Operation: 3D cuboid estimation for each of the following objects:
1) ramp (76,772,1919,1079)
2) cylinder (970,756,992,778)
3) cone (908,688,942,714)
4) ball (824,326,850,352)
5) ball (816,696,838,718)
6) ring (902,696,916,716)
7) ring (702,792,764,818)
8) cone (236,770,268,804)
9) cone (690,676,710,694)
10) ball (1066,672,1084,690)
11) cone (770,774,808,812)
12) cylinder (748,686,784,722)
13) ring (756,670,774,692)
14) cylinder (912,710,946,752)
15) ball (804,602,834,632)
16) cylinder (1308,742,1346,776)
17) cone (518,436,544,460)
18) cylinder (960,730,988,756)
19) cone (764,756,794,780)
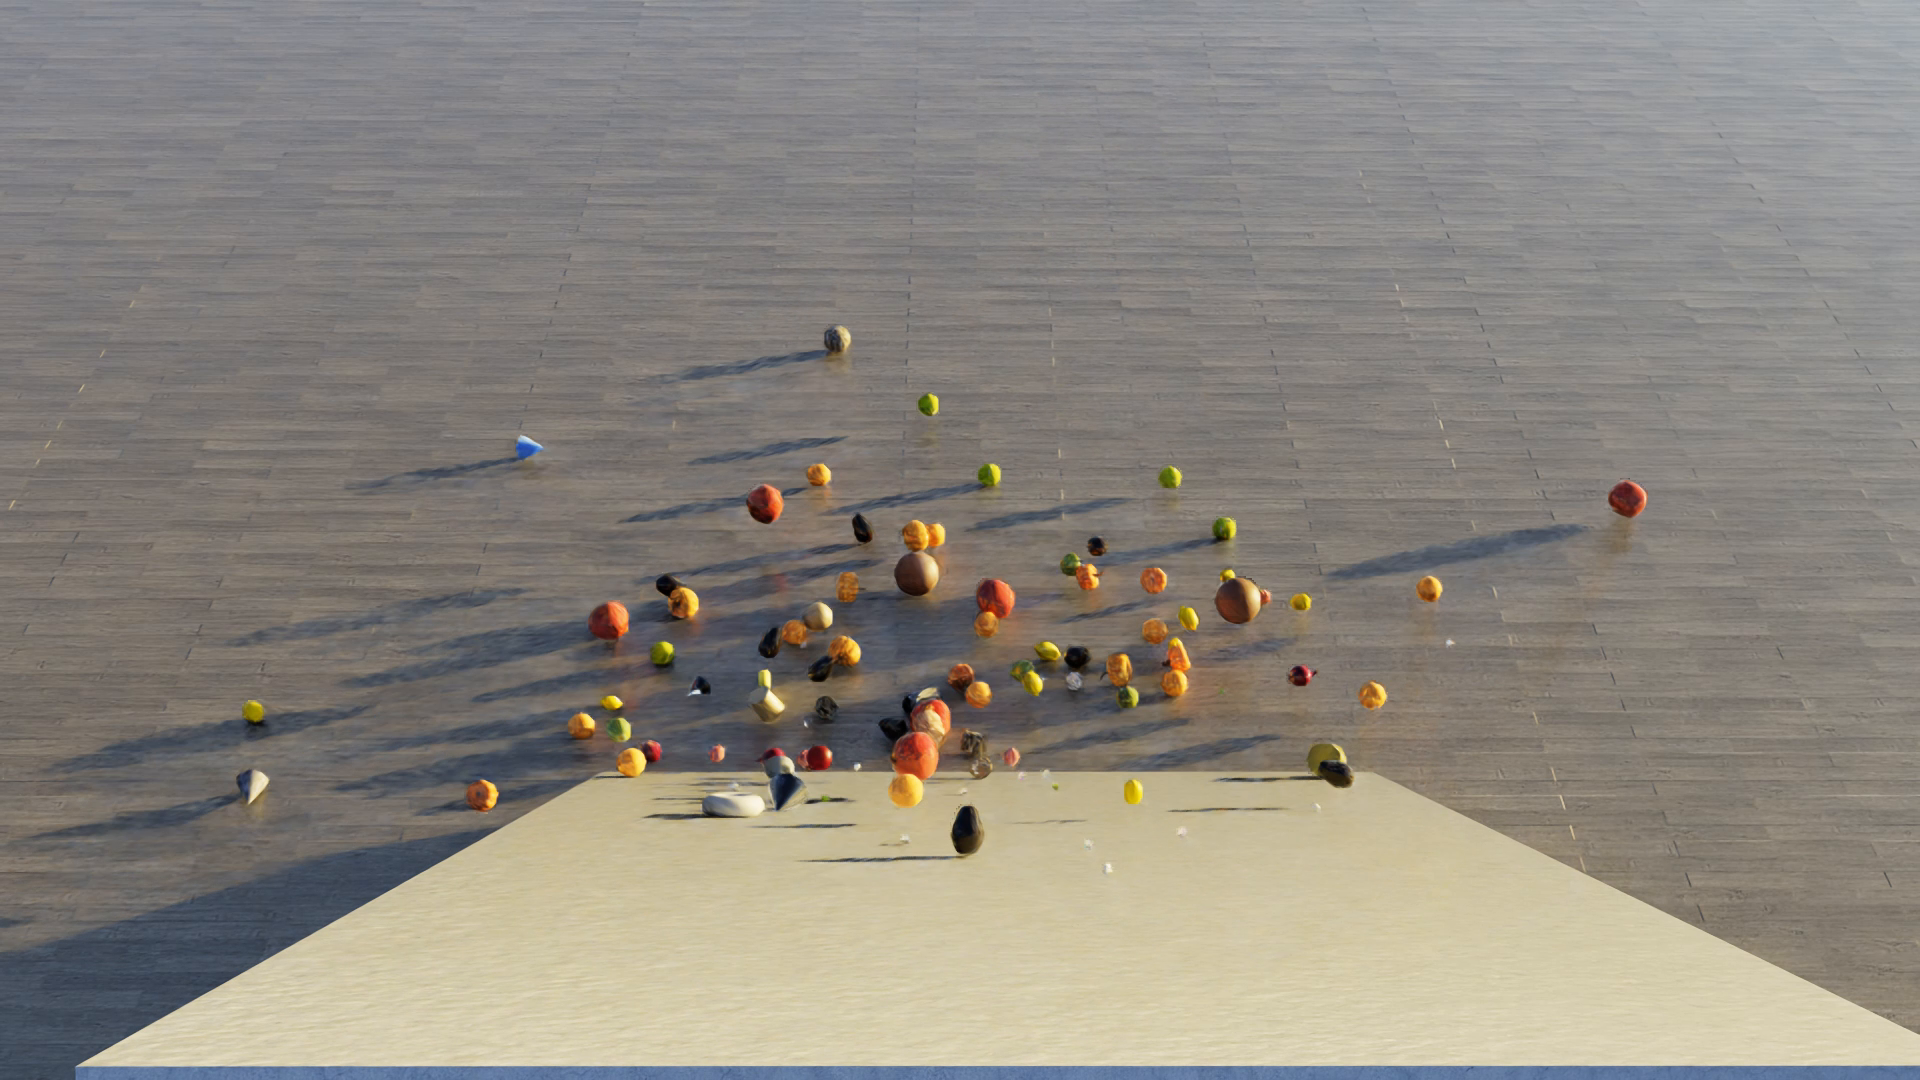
[{"bbox_3d":[0.071,0.626,4.718,2.000,0.100,4.000,0,-1,0],"label":"ramp"},{"bbox_3d":[0.052,0.571,6.503,0.053,0.053,0.053,2,-2,4],"label":"cylinder"},{"bbox_3d":[-0.115,0.434,7.048,0.097,0.097,0.097,-23,29,-32],"label":"cone"},{"bbox_3d":[-0.420,-0.686,8.852,0.093,0.093,0.093,0,32,0],"label":"ball"},{"bbox_3d":[-0.363,0.456,7.052,0.062,0.062,0.062,0,32,0],"label":"ball"},{"bbox_3d":[-0.115,0.452,7.091,0.086,0.029,0.086,2,32,-1],"label":"ring"},{"bbox_3d":[-0.483,0.565,5.525,0.132,0.044,0.132,1,0,0],"label":"ring"},{"bbox_3d":[-1.843,0.656,6.732,0.082,0.082,0.082,-2,46,-4],"label":"cone"},{"bbox_3d":[-0.727,0.413,7.126,0.057,0.057,0.057,23,41,32],"label":"cone"},{"bbox_3d":[0.317,0.390,7.167,0.052,0.052,0.052,0,32,0],"label":"ball"},{"bbox_3d":[-0.386,0.568,5.618,0.090,0.090,0.090,9,22,13],"label":"cone"},{"bbox_3d":[-0.527,0.444,7.025,0.072,0.072,0.072,-27,31,18],"label":"cylinder"},{"bbox_3d":[-0.536,0.399,7.116,0.030,0.091,0.091,-19,34,0],"label":"ring"},{"bbox_3d":[-0.077,0.474,6.434,0.071,0.071,0.071,-6,41,-10],"label":"cylinder"},{"bbox_3d":[-0.403,0.219,7.367,0.085,0.085,0.085,0,32,0],"label":"ball"},{"bbox_3d":[0.922,0.553,6.516,0.085,0.085,0.085,11,-1,17],"label":"cylinder"},{"bbox_3d":[-1.352,-0.292,8.226,0.078,0.078,0.078,3,31,19],"label":"cone"},{"bbox_3d":[0.037,0.540,6.900,0.057,0.057,0.057,10,33,15],"label":"cylinder"},{"bbox_3d":[-0.445,0.581,6.385,0.074,0.074,0.074,-2,26,-4],"label":"cone"}]
